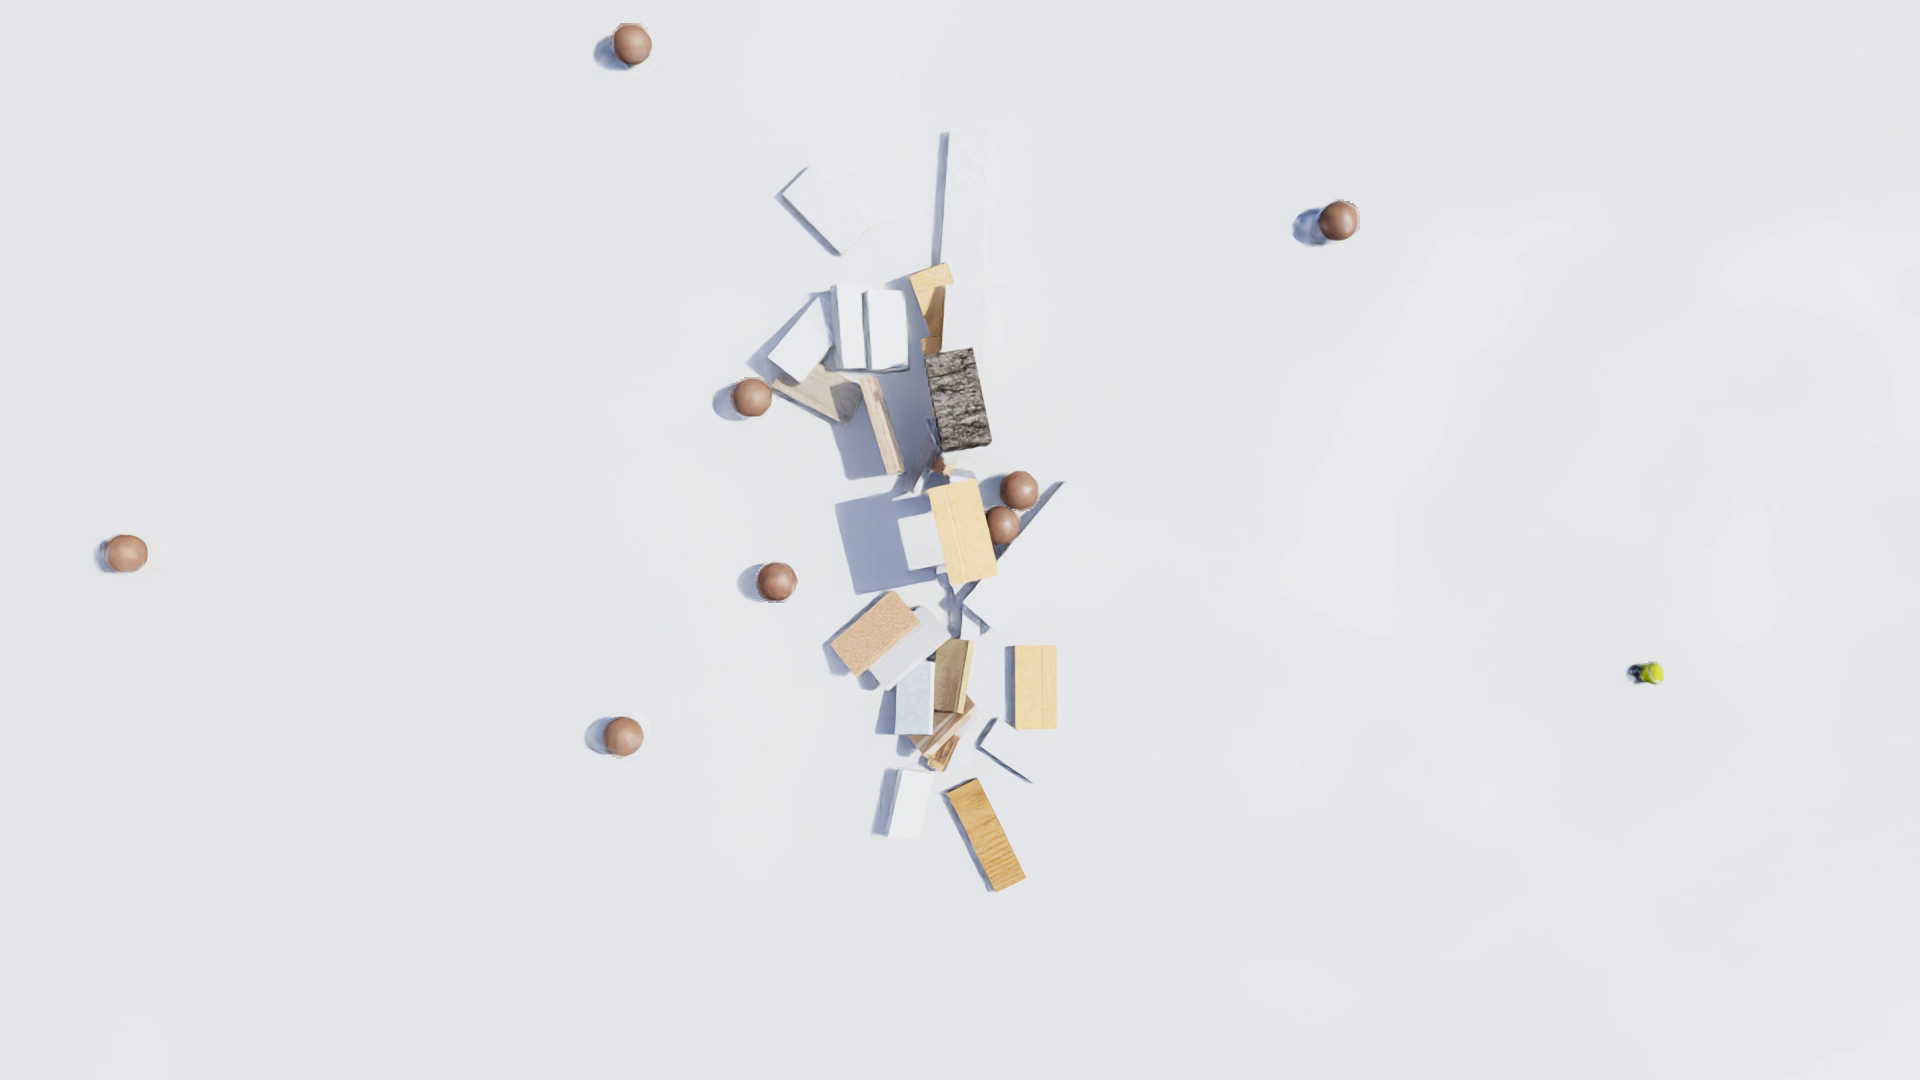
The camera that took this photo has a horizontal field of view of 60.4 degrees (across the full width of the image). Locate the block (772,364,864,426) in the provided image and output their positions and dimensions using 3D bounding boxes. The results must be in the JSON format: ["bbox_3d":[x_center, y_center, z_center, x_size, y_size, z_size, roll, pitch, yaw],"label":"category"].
[{"bbox_3d":[-0.467,-0.506,5.480,0.279,0.040,0.140,28,90,0],"label":"block"}]

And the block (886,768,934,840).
[{"bbox_3d":[-0.168,0.875,5.463,0.112,0.032,0.223,13,90,-24],"label":"block"}]

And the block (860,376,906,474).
[{"bbox_3d":[-0.252,-0.375,5.419,0.045,0.159,0.319,-17,90,6],"label":"block"}]

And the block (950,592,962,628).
[{"bbox_3d":[0.001,0.231,5.491,0.060,0.017,0.121,-1,90,0],"label":"block"}]

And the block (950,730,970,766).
[{"bbox_3d":[0.002,0.685,5.491,0.063,0.018,0.127,3,90,0],"label":"block"}]

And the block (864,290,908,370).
[{"bbox_3d":[-0.244,-0.693,5.456,0.130,0.037,0.260,-3,90,-25],"label":"block"}]

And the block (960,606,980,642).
[{"bbox_3d":[0.037,0.272,5.458,0.060,0.017,0.121,5,90,-3],"label":"block"}]

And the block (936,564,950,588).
[{"bbox_3d":[0.005,0.102,5.343,0.156,0.311,0.044,-13,94,0],"label":"block"}]

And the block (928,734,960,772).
[{"bbox_3d":[-0.053,0.698,5.458,0.063,0.018,0.127,25,94,11],"label":"block"}]

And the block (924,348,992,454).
[{"bbox_3d":[-0.008,-0.449,5.296,0.159,0.045,0.319,-10,79,-7],"label":"block"}]

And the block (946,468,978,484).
[{"bbox_3d":[0.004,-0.207,5.406,0.090,0.179,0.025,9,101,-6],"label":"block"}]

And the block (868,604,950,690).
[{"bbox_3d":[-0.179,0.355,5.452,0.276,0.039,0.138,-41,64,0],"label":"block"}]

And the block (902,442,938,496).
[{"bbox_3d":[-0.125,-0.236,5.455,0.025,0.089,0.177,26,90,-25],"label":"block"}]

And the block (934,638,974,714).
[{"bbox_3d":[-0.030,0.445,5.437,0.119,0.034,0.238,4,81,33],"label":"block"}]

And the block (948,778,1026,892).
[{"bbox_3d":[0.089,0.981,5.484,0.112,0.032,0.368,-26,90,0],"label":"block"}]

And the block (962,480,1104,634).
[{"bbox_3d":[0.240,0.055,5.451,0.159,0.045,0.536,40,84,0],"label":"block"}]

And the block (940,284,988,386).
[{"bbox_3d":[0.009,-0.646,5.380,0.137,0.039,0.367,4,85,-6],"label":"block"}]

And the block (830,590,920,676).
[{"bbox_3d":[-0.281,0.308,5.455,0.276,0.039,0.138,-41,67,0],"label":"block"}]

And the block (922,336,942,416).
[{"bbox_3d":[-0.044,-0.547,5.456,0.130,0.037,0.260,-9,102,0],"label":"block"}]

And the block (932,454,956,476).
[{"bbox_3d":[-0.058,-0.266,5.413,0.025,0.177,0.089,27,90,-23],"label":"block"}]

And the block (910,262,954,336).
[{"bbox_3d":[-0.061,-0.772,5.445,0.130,0.037,0.260,-19,104,6],"label":"block"}]

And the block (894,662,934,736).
[{"bbox_3d":[-0.148,0.523,5.438,0.119,0.034,0.239,-3,77,20],"label":"block"}]

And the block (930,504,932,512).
[{"bbox_3d":[-0.016,-0.129,5.343,0.156,0.311,0.044,-5,94,0],"label":"block"}]

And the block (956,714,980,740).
[{"bbox_3d":[0.001,0.616,5.467,0.063,0.018,0.127,44,98,9],"label":"block"}]

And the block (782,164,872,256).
[{"bbox_3d":[-0.441,-1.096,5.480,0.140,0.040,0.279,-44,90,0],"label":"block"}]

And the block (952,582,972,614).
[{"bbox_3d":[0.013,0.180,5.473,0.060,0.017,0.121,-15,91,-3],"label":"block"}]

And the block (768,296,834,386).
[{"bbox_3d":[-0.497,-0.659,5.450,0.137,0.039,0.275,38,77,0],"label":"block"}]

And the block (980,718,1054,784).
[{"bbox_3d":[0.190,0.701,5.484,0.223,0.032,0.112,34,90,0],"label":"block"}]

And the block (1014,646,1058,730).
[{"bbox_3d":[0.253,0.489,5.480,0.138,0.039,0.276,0,90,0],"label":"block"}]

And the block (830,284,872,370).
[{"bbox_3d":[-0.349,-0.703,5.443,0.137,0.039,0.275,-5,90,-37],"label":"block"}]

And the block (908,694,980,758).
[{"bbox_3d":[-0.058,0.598,5.448,0.239,0.034,0.119,-44,49,0],"label":"block"}]

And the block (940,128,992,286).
[{"bbox_3d":[0.016,-1.071,5.480,0.140,0.040,0.576,4,90,0],"label":"block"}]

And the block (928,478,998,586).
[{"bbox_3d":[0.010,-0.025,5.164,0.156,0.044,0.311,-13,90,0],"label":"block"}]

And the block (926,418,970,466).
[{"bbox_3d":[-0.039,-0.328,5.333,0.089,0.025,0.177,-16,57,-13],"label":"block"}]
